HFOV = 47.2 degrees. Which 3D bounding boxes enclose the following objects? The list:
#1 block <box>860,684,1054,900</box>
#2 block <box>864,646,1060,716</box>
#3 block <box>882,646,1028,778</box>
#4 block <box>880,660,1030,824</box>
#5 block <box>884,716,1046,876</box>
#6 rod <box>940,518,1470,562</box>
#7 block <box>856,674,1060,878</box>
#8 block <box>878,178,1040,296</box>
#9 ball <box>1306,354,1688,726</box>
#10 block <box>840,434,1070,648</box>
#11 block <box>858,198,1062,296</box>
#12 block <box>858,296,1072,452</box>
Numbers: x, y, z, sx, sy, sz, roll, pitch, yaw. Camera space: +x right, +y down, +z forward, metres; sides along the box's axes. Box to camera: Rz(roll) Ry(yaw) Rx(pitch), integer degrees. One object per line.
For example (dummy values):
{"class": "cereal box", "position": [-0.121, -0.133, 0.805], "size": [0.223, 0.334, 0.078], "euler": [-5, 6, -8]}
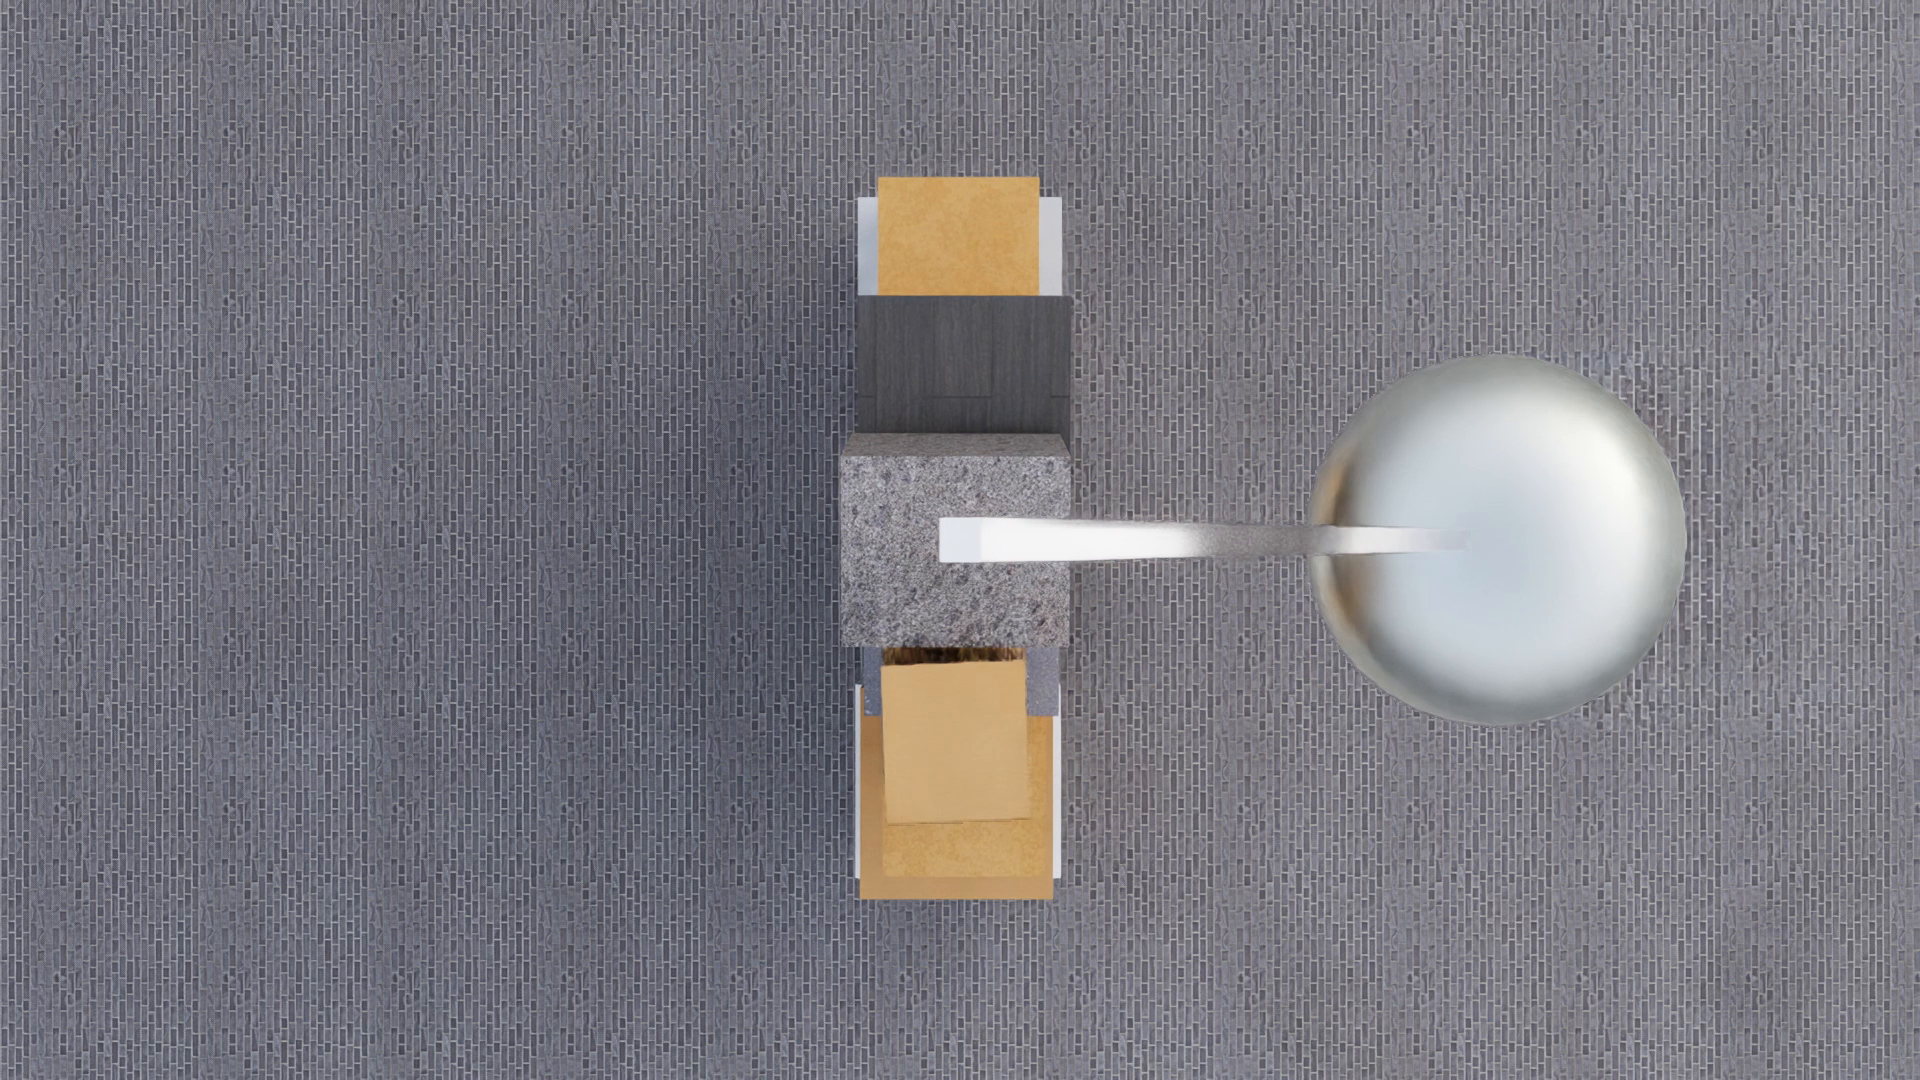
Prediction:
{"class": "block", "position": [-0.017, 1.274, 11.531], "size": [0.970, 0.971, 1.062], "euler": [0, 90, 0]}
{"class": "block", "position": [0.006, 0.295, 9.937], "size": [0.851, 0.732, 0.880], "euler": [0, 96, 0]}
{"class": "block", "position": [-0.021, 0.650, 9.343], "size": [0.593, 0.522, 0.624], "euler": [1, 96, 0]}
{"class": "block", "position": [-0.020, 0.791, 8.690], "size": [0.549, 0.564, 0.601], "euler": [-2, 86, -1]}
{"class": "block", "position": [0.019, 1.094, 9.995], "size": [0.713, 0.688, 0.715], "euler": [0, 96, 0]}
{"class": "rod", "position": [0.994, 0.000, 6.341], "size": [0.080, 5.200, 0.080], "euler": [0, 90, 22]}
{"class": "block", "position": [-0.010, 1.319, 12.508], "size": [1.122, 0.983, 1.057], "euler": [0, 90, 0]}
{"class": "block", "position": [-0.006, -1.427, 11.461], "size": [0.812, 0.787, 0.798], "euler": [0, 90, 0]}
{"class": "ball", "position": [2.295, 0.000, 9.482], "size": [1.600, 1.600, 1.600], "euler": [0, 90, 0]}
{"class": "block", "position": [-0.018, -0.019, 9.050], "size": [0.894, 0.937, 0.753], "euler": [0, 98, 0]}
{"class": "block", "position": [0.000, -1.377, 12.427], "size": [1.100, 1.146, 0.941], "euler": [0, 90, 0]}
{"class": "block", "position": [0.018, -0.617, 9.831], "size": [0.915, 0.751, 0.949], "euler": [0, 96, 0]}
